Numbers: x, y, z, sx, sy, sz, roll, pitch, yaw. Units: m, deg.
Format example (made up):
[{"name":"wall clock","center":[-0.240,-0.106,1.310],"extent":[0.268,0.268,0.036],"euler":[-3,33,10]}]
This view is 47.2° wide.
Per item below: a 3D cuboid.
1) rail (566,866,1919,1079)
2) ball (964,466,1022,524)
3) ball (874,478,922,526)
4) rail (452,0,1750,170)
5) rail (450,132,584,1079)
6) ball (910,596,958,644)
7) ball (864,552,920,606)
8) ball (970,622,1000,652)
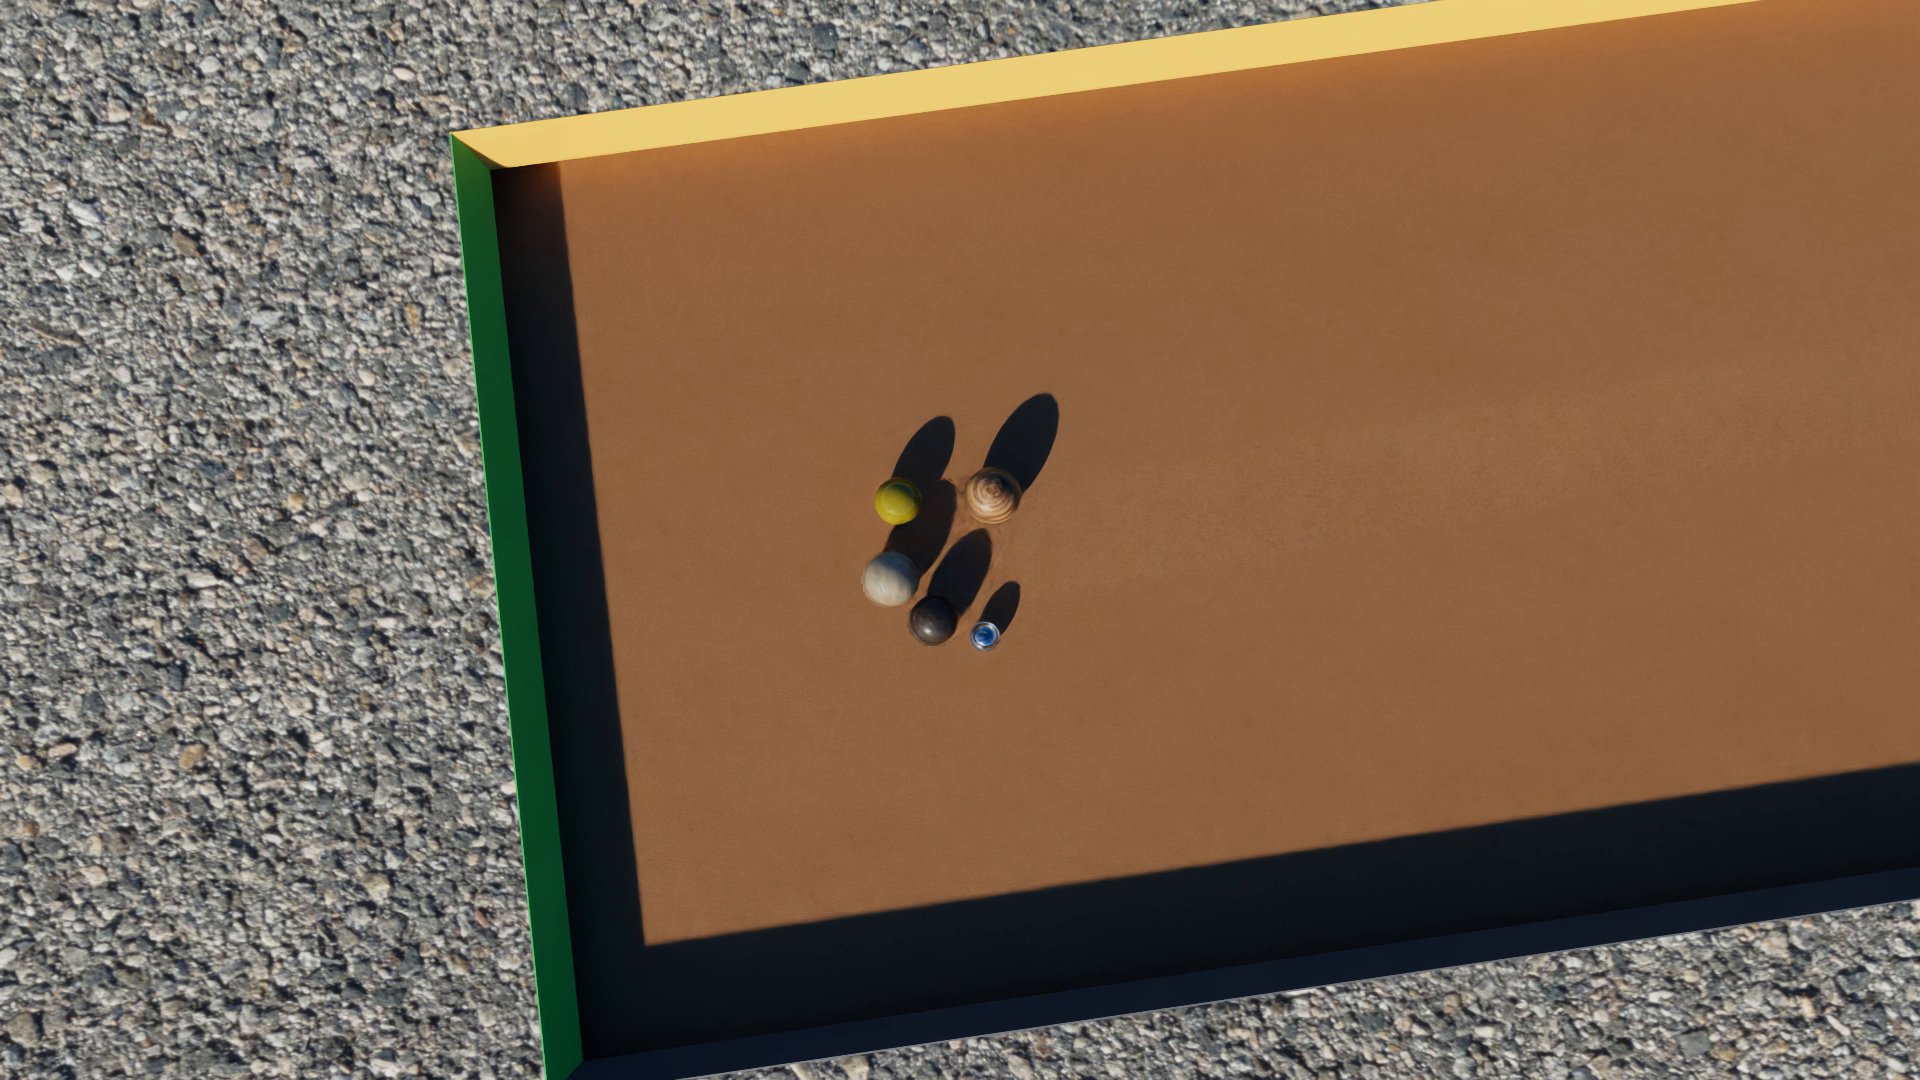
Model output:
[{"name":"rail","center":[0.775,0.580,3.160],"extent":[2.734,0.112,0.045],"euler":[-8,78,-2]},{"name":"ball","center":[0.049,-0.067,3.309],"extent":[0.087,0.087,0.087],"euler":[0,78,0]},{"name":"ball","center":[-0.093,-0.058,3.314],"extent":[0.072,0.072,0.072],"euler":[0,78,0]},{"name":"rail","center":[0.578,-0.777,3.442],"extent":[2.734,0.112,0.045],"euler":[-8,78,-2]},{"name":"rail","center":[-0.653,0.087,3.262],"extent":[0.045,0.112,1.448],"euler":[-8,78,-2]},{"name":"ball","center":[-0.039,0.119,3.276],"extent":[0.073,0.073,0.073],"euler":[0,78,0]},{"name":"ball","center":[-0.102,0.058,3.285],"extent":[0.083,0.083,0.083],"euler":[0,78,0]},{"name":"ball","center":[0.038,0.144,3.286],"extent":[0.046,0.046,0.046],"euler":[0,78,0]}]
